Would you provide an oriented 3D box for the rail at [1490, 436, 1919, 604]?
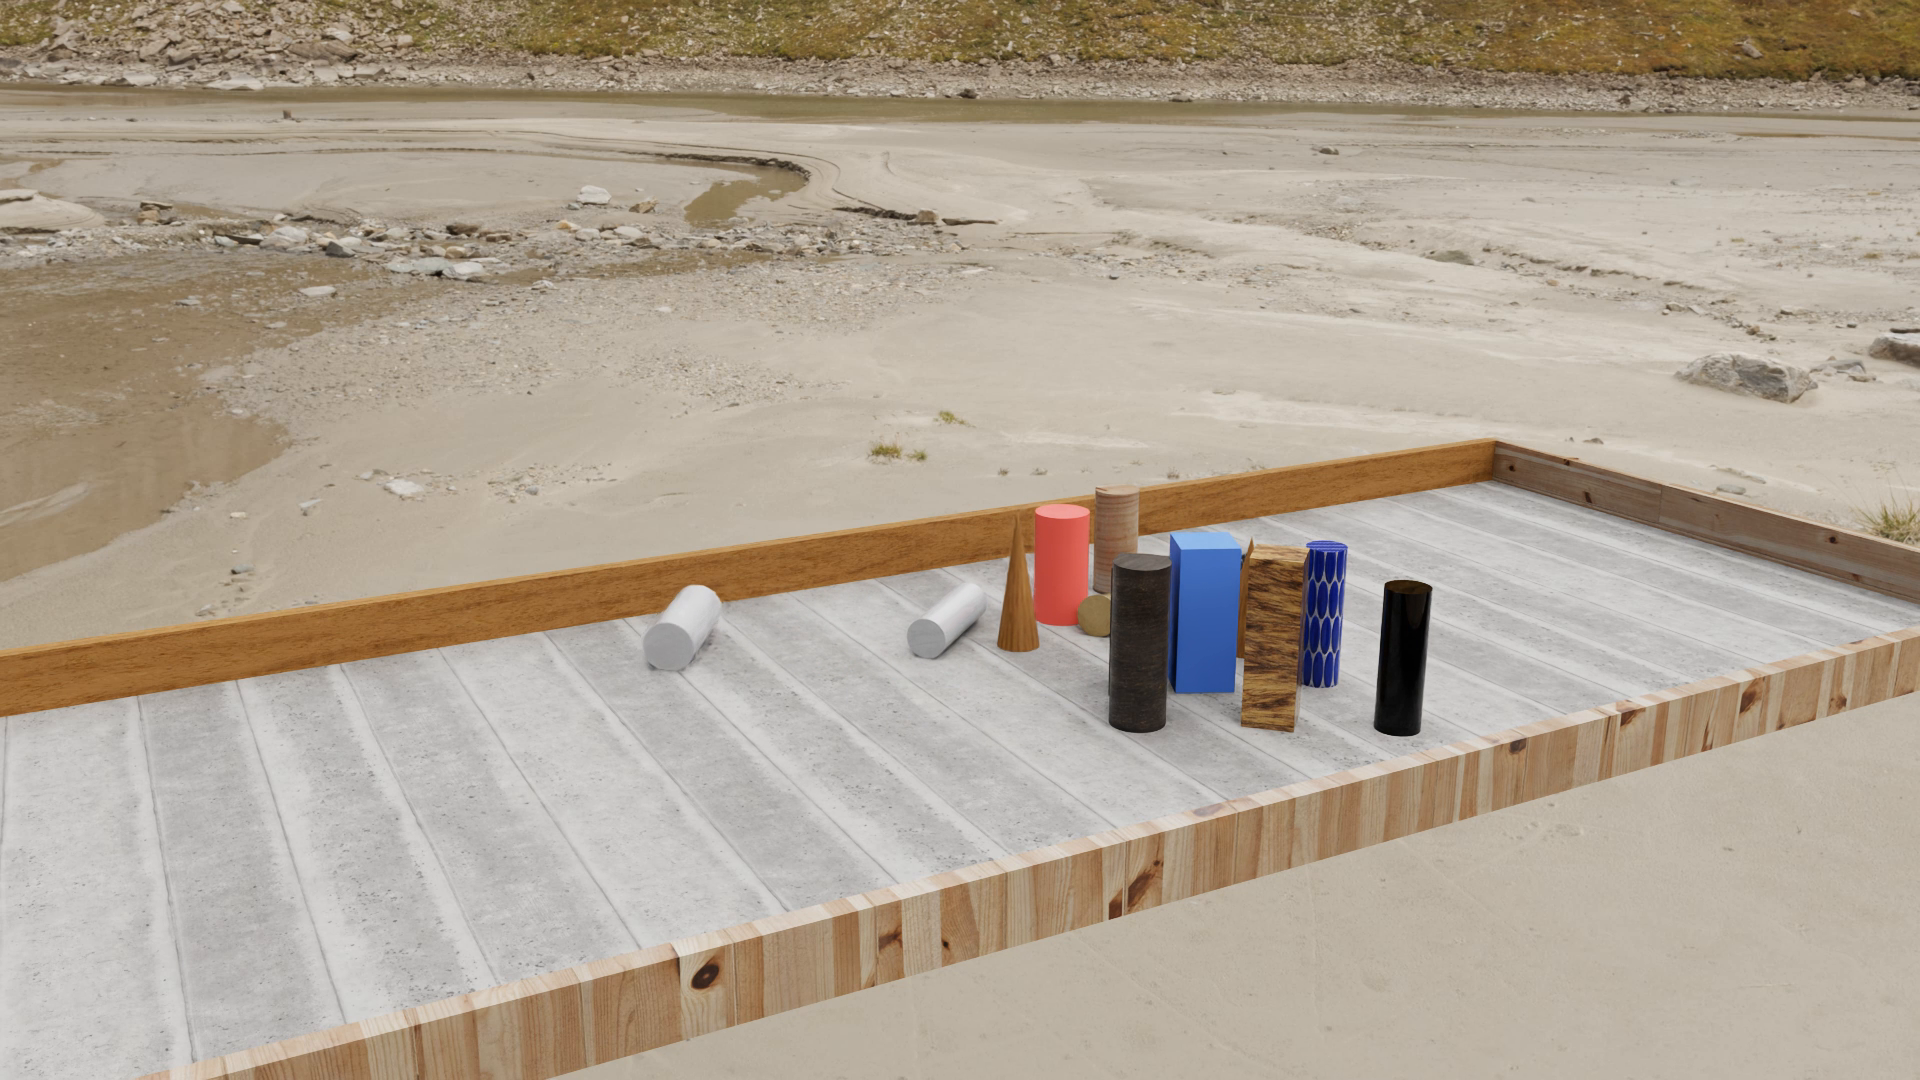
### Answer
[{"bbox_3d":[2.466,-0.048,5.253,0.050,0.150,2.100,-9,18,-27],"label":"rail"}]

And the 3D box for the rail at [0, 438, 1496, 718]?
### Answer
[{"bbox_3d":[-3.305,0.497,3.399,12.000,0.150,0.050,-9,18,-27],"label":"rail"}]

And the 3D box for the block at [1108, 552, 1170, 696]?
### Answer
[{"bbox_3d":[0.440,0.211,4.046,0.125,0.331,0.125,4,18,14],"label":"block"}]

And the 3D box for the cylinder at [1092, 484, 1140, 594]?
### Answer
[{"bbox_3d":[0.456,-0.002,4.822,0.129,0.304,0.129,0,16,0],"label":"cylinder"}]

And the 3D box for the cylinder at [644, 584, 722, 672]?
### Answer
[{"bbox_3d":[-0.727,0.229,4.343,0.132,0.132,0.311,1,16,5],"label":"cylinder"}]

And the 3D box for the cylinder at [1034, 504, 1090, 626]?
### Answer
[{"bbox_3d":[0.282,0.069,4.576,0.150,0.307,0.150,0,16,0],"label":"cylinder"}]

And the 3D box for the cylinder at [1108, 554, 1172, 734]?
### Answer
[{"bbox_3d":[0.418,0.240,3.837,0.134,0.396,0.134,0,16,0],"label":"cylinder"}]

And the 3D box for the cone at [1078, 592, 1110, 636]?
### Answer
[{"bbox_3d":[0.455,0.173,4.665,0.116,0.116,0.460,6,10,21],"label":"cone"}]

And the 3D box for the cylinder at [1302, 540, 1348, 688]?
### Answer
[{"bbox_3d":[0.901,0.185,4.100,0.101,0.353,0.101,0,16,0],"label":"cylinder"}]

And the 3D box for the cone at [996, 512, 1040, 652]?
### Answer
[{"bbox_3d":[0.153,0.097,4.347,0.114,0.381,0.114,-1,17,0],"label":"cone"}]

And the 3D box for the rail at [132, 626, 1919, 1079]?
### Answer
[{"bbox_3d":[-2.336,1.006,1.665,12.000,0.150,0.050,-9,18,-27],"label":"rail"}]

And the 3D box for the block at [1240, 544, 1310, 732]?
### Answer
[{"bbox_3d":[0.735,0.228,3.847,0.122,0.413,0.122,5,17,17],"label":"block"}]

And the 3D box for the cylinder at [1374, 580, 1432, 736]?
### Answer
[{"bbox_3d":[1.023,0.273,3.811,0.108,0.346,0.108,0,16,0],"label":"cylinder"}]

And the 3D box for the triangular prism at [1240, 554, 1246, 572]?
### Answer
[{"bbox_3d":[0.783,0.110,4.732,0.346,0.133,0.154,-13,20,-38],"label":"triangular prism"}]

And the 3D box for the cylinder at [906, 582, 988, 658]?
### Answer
[{"bbox_3d":[-0.032,0.213,4.435,0.108,0.108,0.328,6,17,19],"label":"cylinder"}]

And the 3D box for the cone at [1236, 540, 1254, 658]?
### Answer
[{"bbox_3d":[0.758,0.139,4.327,0.149,0.312,0.149,0,16,0],"label":"cone"}]

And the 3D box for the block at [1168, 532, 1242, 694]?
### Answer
[{"bbox_3d":[0.601,0.179,4.088,0.147,0.370,0.147,-1,16,-3],"label":"block"}]
